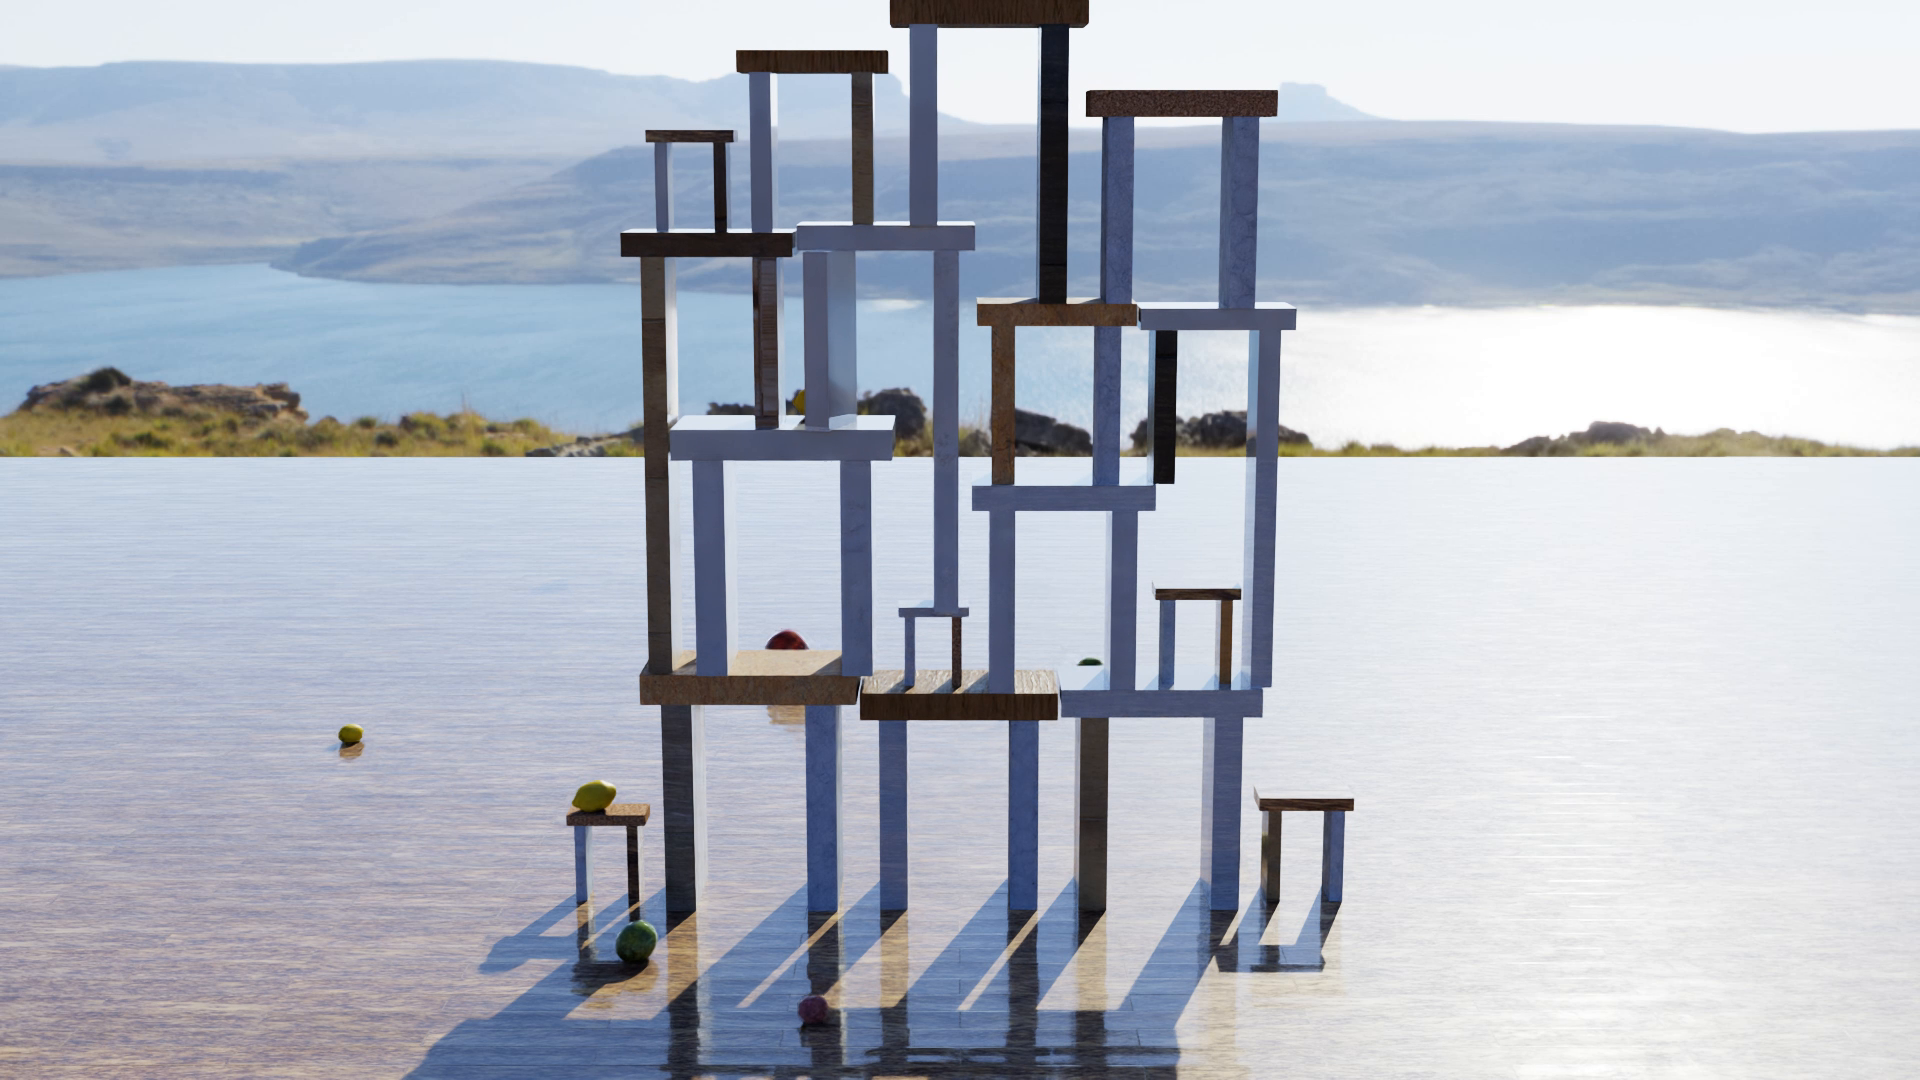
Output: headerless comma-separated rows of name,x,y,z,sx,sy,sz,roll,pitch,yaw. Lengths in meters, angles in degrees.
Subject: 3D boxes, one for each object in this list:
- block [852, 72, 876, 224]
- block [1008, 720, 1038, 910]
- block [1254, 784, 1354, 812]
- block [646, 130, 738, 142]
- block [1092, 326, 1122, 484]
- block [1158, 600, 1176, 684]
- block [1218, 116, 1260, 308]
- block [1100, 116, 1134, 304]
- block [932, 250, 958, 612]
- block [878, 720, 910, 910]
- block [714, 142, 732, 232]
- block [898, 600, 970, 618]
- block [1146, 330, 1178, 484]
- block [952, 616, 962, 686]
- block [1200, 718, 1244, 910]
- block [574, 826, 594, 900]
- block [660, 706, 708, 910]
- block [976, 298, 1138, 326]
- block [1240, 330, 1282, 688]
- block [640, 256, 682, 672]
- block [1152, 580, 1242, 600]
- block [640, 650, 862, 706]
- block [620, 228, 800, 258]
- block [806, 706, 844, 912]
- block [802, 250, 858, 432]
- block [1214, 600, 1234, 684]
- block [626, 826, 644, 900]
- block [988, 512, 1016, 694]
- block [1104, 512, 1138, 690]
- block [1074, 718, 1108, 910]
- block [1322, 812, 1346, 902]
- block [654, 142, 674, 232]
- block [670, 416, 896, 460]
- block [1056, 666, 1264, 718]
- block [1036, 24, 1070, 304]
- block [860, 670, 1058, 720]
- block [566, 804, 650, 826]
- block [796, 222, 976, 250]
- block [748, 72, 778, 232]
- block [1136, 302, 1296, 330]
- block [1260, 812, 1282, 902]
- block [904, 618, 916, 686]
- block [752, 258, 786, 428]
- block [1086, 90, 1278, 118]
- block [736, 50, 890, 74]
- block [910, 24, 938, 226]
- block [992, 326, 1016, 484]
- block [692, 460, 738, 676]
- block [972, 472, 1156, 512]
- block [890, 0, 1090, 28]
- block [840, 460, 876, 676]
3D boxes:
block,-0.151,-0.614,3.449,0.033,0.232,0.116,0,10,-1
block,0.104,0.433,3.644,0.045,0.319,0.159,0,11,0
block,0.568,0.427,3.641,0.155,0.022,0.077,0,11,0
block,-0.419,-0.632,3.443,0.137,0.019,0.068,0,11,0
block,0.235,-0.222,3.518,0.035,0.249,0.125,0,11,0
block,0.337,0.159,3.586,0.020,0.139,0.069,0,11,0
block,0.439,-0.518,3.468,0.041,0.293,0.143,0,11,0
block,0.247,-0.521,3.466,0.041,0.286,0.143,0,11,0
block,-0.023,-0.179,3.531,0.039,0.574,0.138,0,10,-1
block,-0.108,0.433,3.644,0.045,0.319,0.159,0,11,0
block,-0.373,-0.556,3.458,0.019,0.137,0.068,0,11,0
block,-0.043,0.112,3.582,0.114,0.016,0.057,0,10,-2
block,0.323,-0.219,3.516,0.034,0.243,0.121,0,11,0
block,-0.005,0.176,3.594,0.016,0.114,0.057,0,11,0
block,0.433,0.430,3.643,0.046,0.324,0.162,0,11,0
block,-0.625,0.527,3.655,0.018,0.129,0.064,0,11,0
block,-0.455,0.419,3.641,0.049,0.347,0.173,0,11,0
block,0.152,-0.362,3.492,0.249,0.035,0.125,0,11,0
block,0.485,-0.056,3.546,0.034,0.575,0.122,0,11,0
block,-0.479,-0.125,3.537,0.038,0.663,0.133,0,11,0
block,0.384,0.081,3.571,0.139,0.020,0.069,0,11,0
block,-0.339,0.225,3.604,0.346,0.049,0.173,0,11,0
block,-0.393,-0.470,3.473,0.266,0.038,0.133,0,11,0
block,-0.224,0.419,3.641,0.049,0.347,0.173,0,11,0
block,-0.203,-0.317,3.457,0.039,0.276,0.138,3,11,16
block,0.430,0.159,3.586,0.020,0.139,0.069,0,11,0
block,-0.539,0.527,3.655,0.018,0.129,0.064,0,11,0
block,0.067,0.087,3.572,0.041,0.297,0.145,0,11,0
block,0.261,0.084,3.571,0.041,0.291,0.145,0,11,0
block,0.216,0.430,3.643,0.046,0.324,0.162,0,11,0
block,0.621,0.514,3.656,0.022,0.155,0.077,0,11,0
block,-0.465,-0.556,3.458,0.019,0.137,0.068,0,11,0
block,-0.280,-0.164,3.525,0.347,0.049,0.174,0,11,0
block,0.325,0.248,3.609,0.324,0.046,0.162,0,11,0
block,0.145,-0.589,3.452,0.043,0.425,0.152,0,11,0
block,-0.002,0.254,3.611,0.319,0.045,0.159,0,11,0
block,-0.582,0.455,3.642,0.129,0.018,0.064,0,11,0
block,-0.116,-0.481,3.474,0.276,0.039,0.138,0,10,-1
block,-0.307,-0.608,3.450,0.033,0.244,0.116,0,11,0
block,0.404,-0.355,3.490,0.243,0.034,0.121,0,11,0
block,0.517,0.514,3.656,0.022,0.155,0.077,0,11,0
block,-0.082,0.176,3.594,0.016,0.114,0.057,0,11,0
block,-0.303,-0.320,3.500,0.038,0.266,0.133,0,11,0
block,0.344,-0.682,3.438,0.286,0.041,0.143,0,11,0
block,-0.228,-0.744,3.425,0.232,0.033,0.116,0,10,-1
block,-0.057,-0.649,3.441,0.043,0.303,0.152,0,10,-1
block,0.069,-0.222,3.517,0.035,0.249,0.125,0,11,0
block,-0.395,0.031,3.562,0.049,0.347,0.174,0,11,0
block,0.164,-0.079,3.541,0.291,0.041,0.145,0,11,0
block,0.044,-0.819,3.409,0.303,0.043,0.152,0,11,0
block,-0.164,0.031,3.561,0.049,0.347,0.174,0,11,0
